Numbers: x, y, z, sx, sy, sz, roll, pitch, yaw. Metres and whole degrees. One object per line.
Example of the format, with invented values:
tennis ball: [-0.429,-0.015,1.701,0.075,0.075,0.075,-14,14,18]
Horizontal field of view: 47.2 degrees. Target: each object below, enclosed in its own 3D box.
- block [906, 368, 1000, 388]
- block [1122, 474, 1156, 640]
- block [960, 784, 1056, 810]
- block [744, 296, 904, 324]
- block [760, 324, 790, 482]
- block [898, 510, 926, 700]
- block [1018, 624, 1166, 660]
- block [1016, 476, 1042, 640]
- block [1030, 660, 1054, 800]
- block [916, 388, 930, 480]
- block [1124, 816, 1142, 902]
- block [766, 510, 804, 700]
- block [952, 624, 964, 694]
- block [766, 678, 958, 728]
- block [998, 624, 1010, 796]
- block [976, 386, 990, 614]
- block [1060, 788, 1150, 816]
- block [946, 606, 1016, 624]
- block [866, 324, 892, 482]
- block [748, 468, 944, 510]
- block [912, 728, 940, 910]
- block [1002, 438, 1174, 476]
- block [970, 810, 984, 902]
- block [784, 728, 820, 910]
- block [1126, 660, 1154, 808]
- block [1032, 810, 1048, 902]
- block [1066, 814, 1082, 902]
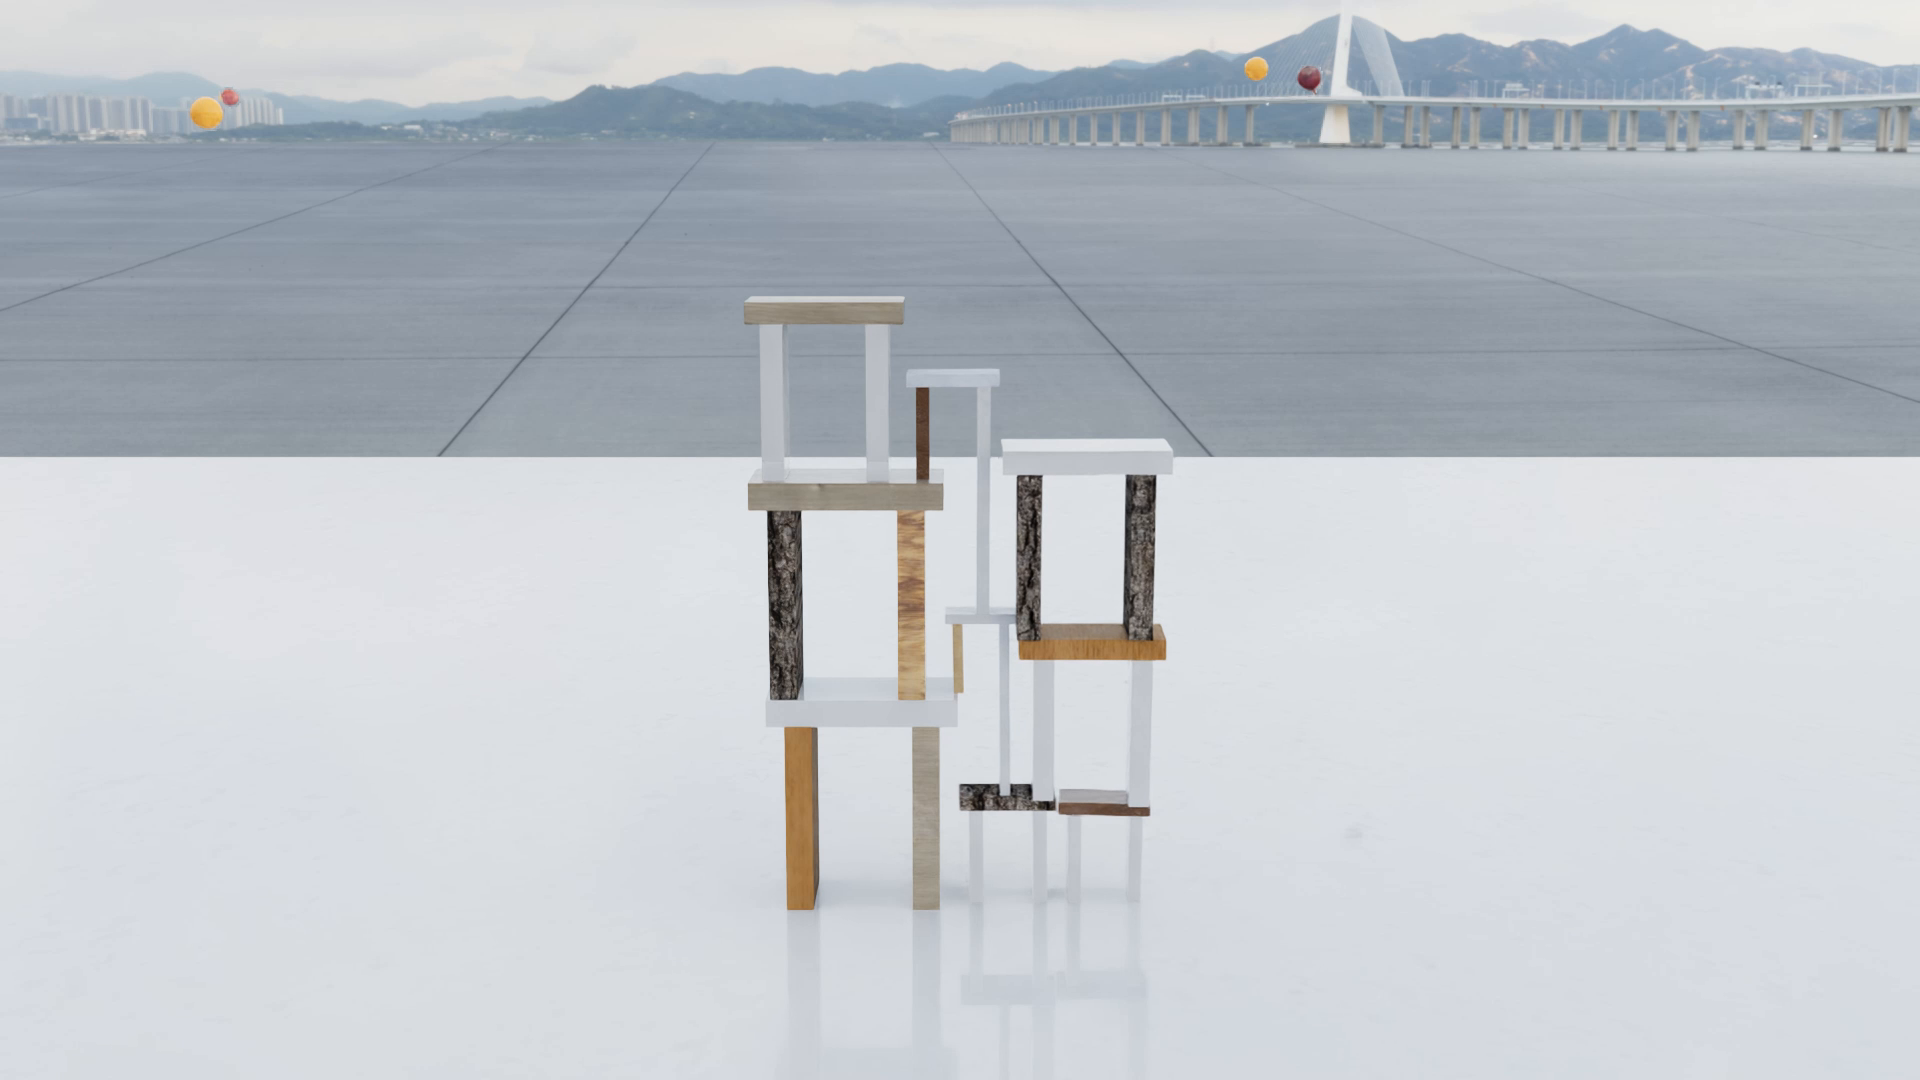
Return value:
block: [-0.011,-0.259,3.512,0.148,0.021,0.074,0,11,1]
block: [0.290,0.017,3.557,0.038,0.268,0.134,0,11,0]
block: [0.078,0.425,3.634,0.158,0.022,0.079,0,11,0]
block: [-0.213,-0.365,3.494,0.248,0.035,0.124,0,11,0]
block: [-0.296,-0.225,3.519,0.035,0.248,0.124,0,11,0]
block: [-0.078,0.091,3.579,0.044,0.309,0.154,0,11,0]
block: [0.213,0.165,3.585,0.236,0.033,0.118,0,11,0]
block: [0.111,0.017,3.559,0.038,0.268,0.134,0,11,0]
block: [0.135,0.297,3.612,0.033,0.236,0.118,0,11,-1]
block: [-0.059,-0.176,3.529,0.021,0.148,0.074,0,11,0]
block: [0.288,0.518,3.651,0.021,0.148,0.074,1,11,0]
block: [-0.283,0.091,3.579,0.044,0.309,0.154,0,11,0]
block: [-0.003,0.187,3.592,0.016,0.115,0.058,-1,11,0]
block: [-0.158,0.265,3.607,0.309,0.044,0.154,0,11,0]
block: [0.073,0.272,3.605,0.016,0.288,0.058,-1,10,0]
block: [0.037,-0.068,3.548,0.021,0.369,0.074,0,11,0]
block: [0.238,0.434,3.634,0.149,0.021,0.074,1,11,3]
block: [0.034,0.122,3.578,0.115,0.016,0.058,0,11,1]
block: [-0.130,-0.225,3.519,0.035,0.248,0.124,0,11,0]
block: [-0.181,-0.082,3.547,0.309,0.044,0.154,0,11,0]
block: [-0.055,0.438,3.640,0.044,0.309,0.154,0,11,0]
block: [0.201,-0.134,3.531,0.268,0.038,0.134,0,11,0]
block: [0.027,0.513,3.652,0.022,0.157,0.079,-1,11,0]
block: [-0.261,0.438,3.640,0.044,0.309,0.154,0,11,0]
block: [0.294,0.303,3.611,0.033,0.246,0.118,1,11,2]
block: [0.132,0.513,3.652,0.022,0.157,0.079,-1,11,0]
block: [0.189,0.518,3.651,0.021,0.148,0.074,0,11,0]
